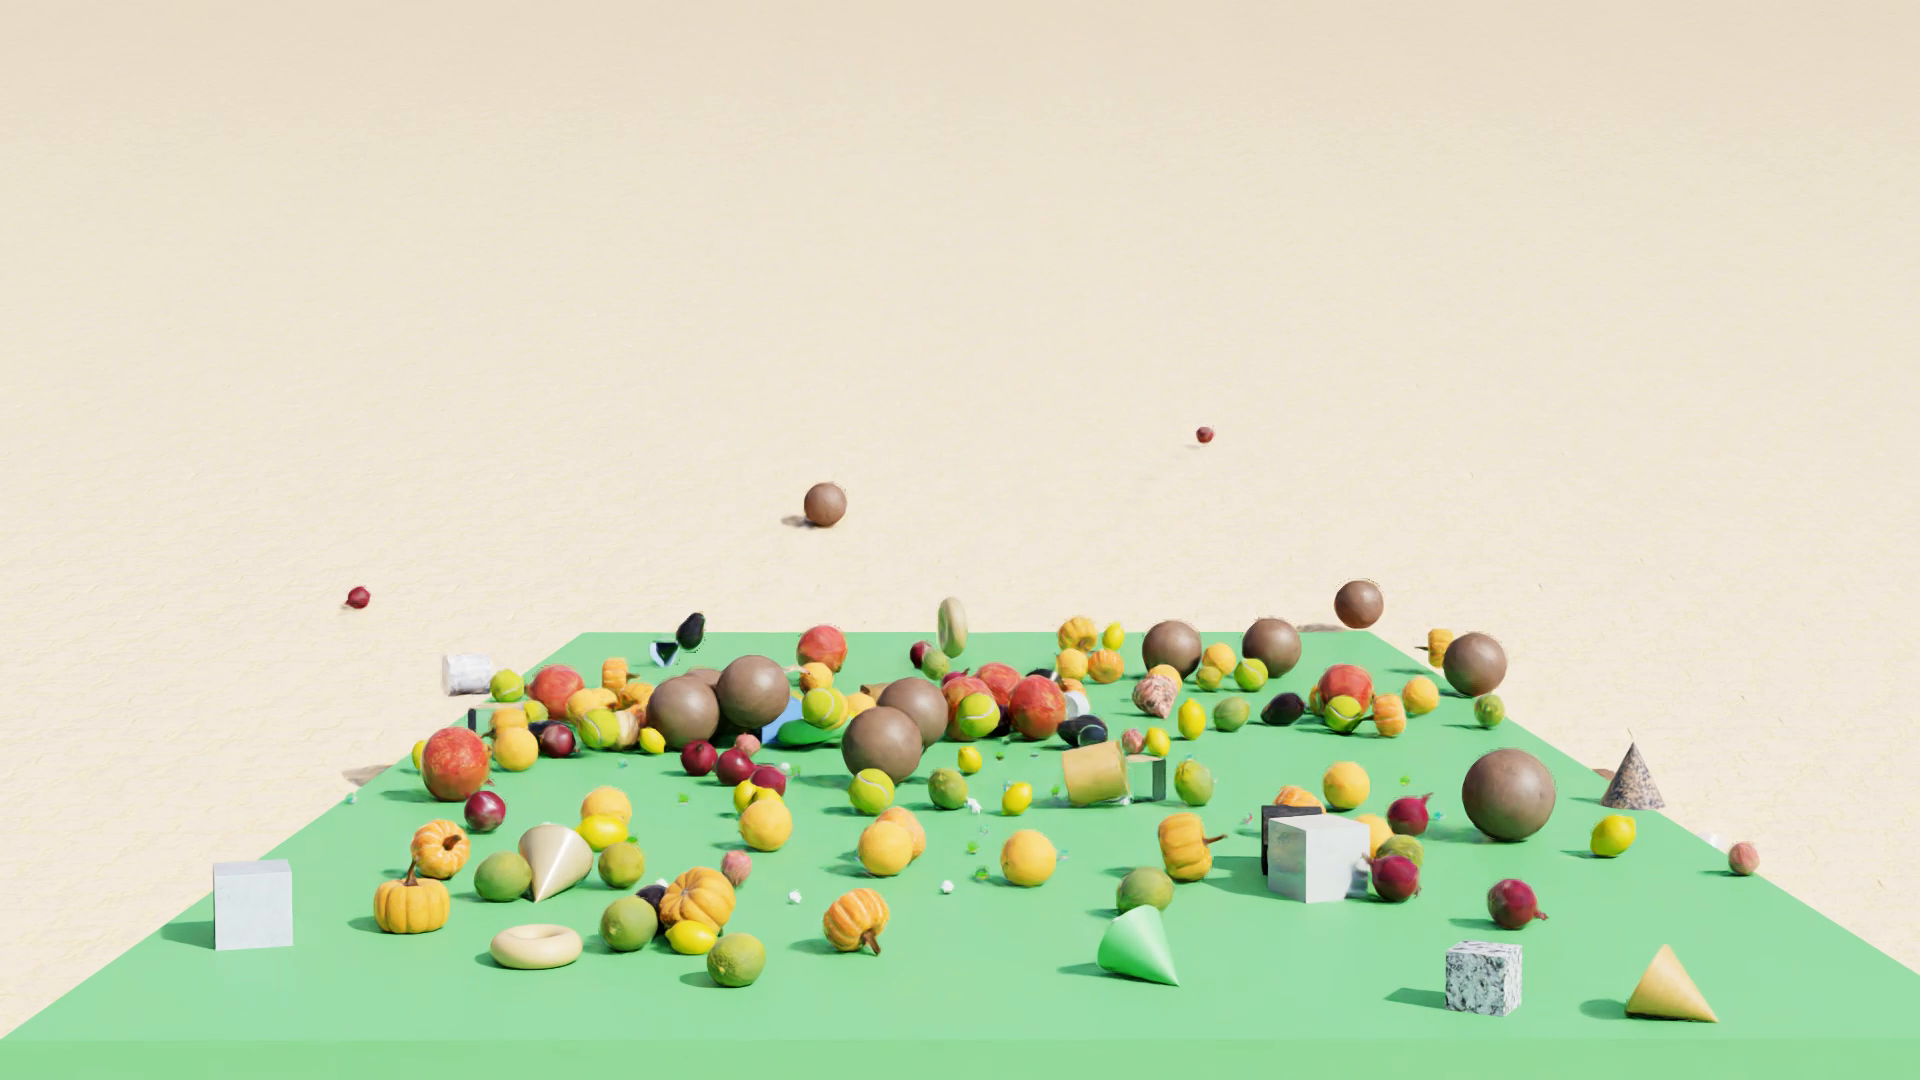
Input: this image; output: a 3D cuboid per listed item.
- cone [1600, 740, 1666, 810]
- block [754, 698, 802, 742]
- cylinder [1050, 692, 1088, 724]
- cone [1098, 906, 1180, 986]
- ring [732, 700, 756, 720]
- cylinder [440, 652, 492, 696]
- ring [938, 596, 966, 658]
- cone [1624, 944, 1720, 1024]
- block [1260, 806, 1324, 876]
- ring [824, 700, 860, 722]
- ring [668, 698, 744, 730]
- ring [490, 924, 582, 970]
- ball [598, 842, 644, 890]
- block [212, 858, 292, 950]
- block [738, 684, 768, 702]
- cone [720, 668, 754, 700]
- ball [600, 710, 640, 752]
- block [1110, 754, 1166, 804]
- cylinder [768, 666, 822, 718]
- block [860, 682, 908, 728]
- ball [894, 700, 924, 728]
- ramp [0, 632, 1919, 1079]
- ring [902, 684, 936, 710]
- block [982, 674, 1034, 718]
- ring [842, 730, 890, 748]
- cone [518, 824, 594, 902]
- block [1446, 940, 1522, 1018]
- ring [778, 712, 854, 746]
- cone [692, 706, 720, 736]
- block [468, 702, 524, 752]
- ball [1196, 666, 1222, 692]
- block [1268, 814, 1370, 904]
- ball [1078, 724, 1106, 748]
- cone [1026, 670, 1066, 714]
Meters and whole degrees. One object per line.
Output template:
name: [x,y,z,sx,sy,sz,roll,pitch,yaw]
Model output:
cone: [1.026,0.354,3.912,0.099,0.099,0.099,0,4,0]
block: [-0.327,0.323,4.613,0.071,0.071,0.071,-1,4,-15]
cylinder: [0.205,0.316,4.817,0.059,0.059,0.059,5,-4,15]
cone: [0.211,0.458,2.783,0.088,0.088,0.088,-14,38,-33]
ring: [-0.424,0.324,4.892,0.098,0.033,0.098,3,1,0]
cylinder: [-1.102,0.300,5.734,0.094,0.094,0.094,-2,19,-25]
ring: [-0.018,0.199,5.834,0.046,0.139,0.139,-2,19,-14]
cone: [0.736,0.469,2.616,0.084,0.084,0.084,31,31,22]
block: [0.440,0.398,3.401,0.079,0.079,0.079,0,4,5]
ring: [-0.209,0.324,4.886,0.100,0.033,0.100,1,3,0]
ring: [-0.475,0.324,4.791,0.141,0.047,0.141,-1,5,0]
ring: [-0.474,0.455,2.875,0.103,0.034,0.103,0,5,0]
ball: [-0.433,0.416,3.279,0.060,0.060,0.060,0,20,0]
block: [-0.822,0.423,2.982,0.085,0.085,0.085,-1,4,-18]
block: [-0.393,0.309,4.969,0.053,0.053,0.053,-3,5,-35]
cone: [-0.447,0.307,5.154,0.072,0.072,0.072,-2,31,-4]
ball: [-0.592,0.333,4.474,0.070,0.070,0.070,0,20,0]
block: [0.274,0.369,3.964,0.064,0.064,0.064,-3,5,-35]
cylinder: [-0.314,0.292,4.879,0.098,0.098,0.098,-2,4,-7]
block: [-0.142,0.310,4.803,0.074,0.074,0.074,-1,4,-18]
ball: [-0.094,0.323,4.752,0.053,0.053,0.053,0,20,0]
ramp: [0.046,0.414,4.536,2.000,0.100,4.000,0,4,0]
ring: [-0.117,0.310,5.004,0.143,0.048,0.143,-1,3,0]
block: [0.093,0.301,4.949,0.071,0.071,0.071,2,5,34]
ring: [-0.166,0.349,4.517,0.087,0.029,0.087,-3,-2,0]
cone: [-0.522,0.427,3.231,0.099,0.099,0.099,2,30,6]
block: [0.544,0.454,2.664,0.062,0.062,0.062,2,4,29]
ring: [-0.255,0.333,4.522,0.136,0.045,0.136,-11,-3,-1]
cone: [-0.471,0.342,4.691,0.055,0.055,0.055,4,31,11]
block: [-0.813,0.328,4.500,0.076,0.076,0.076,0,4,6]
ball: [0.513,0.286,5.304,0.054,0.054,0.054,0,20,0]
block: [0.453,0.402,3.244,0.092,0.092,0.092,-2,4,-24]
ball: [0.230,0.344,4.431,0.052,0.052,0.052,0,20,0]
cone: [0.157,0.314,4.988,0.091,0.091,0.091,3,31,9]
